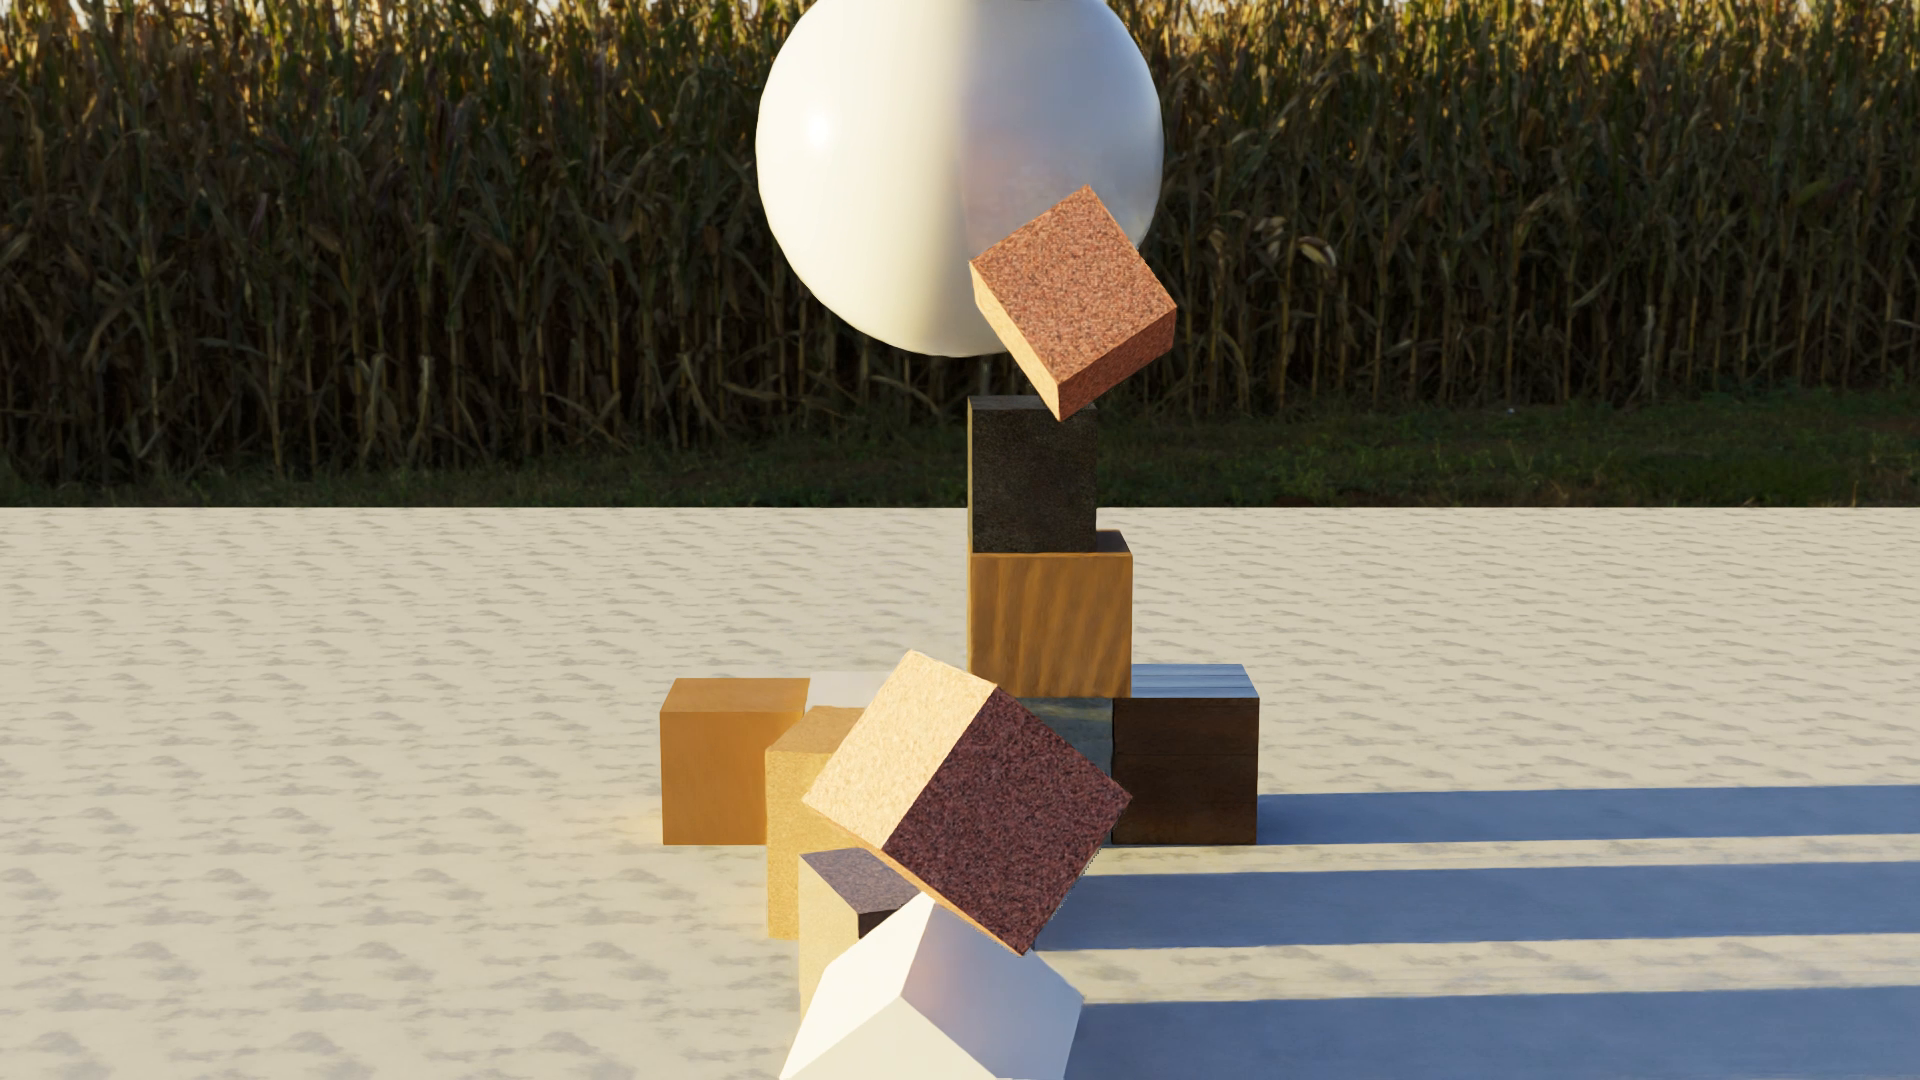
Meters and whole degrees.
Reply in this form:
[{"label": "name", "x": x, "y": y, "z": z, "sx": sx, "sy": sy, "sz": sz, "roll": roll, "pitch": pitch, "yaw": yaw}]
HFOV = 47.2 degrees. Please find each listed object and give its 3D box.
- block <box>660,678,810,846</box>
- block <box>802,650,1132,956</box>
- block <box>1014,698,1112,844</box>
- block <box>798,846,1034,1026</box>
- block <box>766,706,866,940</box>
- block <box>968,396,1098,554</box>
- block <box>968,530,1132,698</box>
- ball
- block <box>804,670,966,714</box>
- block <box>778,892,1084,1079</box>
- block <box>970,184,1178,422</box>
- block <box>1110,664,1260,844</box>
[{"label": "block", "x": -1.144, "y": 1.136, "z": 11.381, "sx": 0.717, "sy": 0.694, "sz": 0.706, "roll": 0, "pitch": 10, "yaw": -1}, {"label": "block", "x": 0.014, "y": 0.807, "z": 6.872, "sx": 0.610, "sy": 0.593, "sz": 0.634, "roll": 40, "pitch": -11, "yaw": -24}, {"label": "block", "x": 0.411, "y": 1.092, "z": 11.397, "sx": 0.702, "sy": 0.774, "sz": 0.725, "roll": 0, "pitch": 10, "yaw": 0}, {"label": "block", "x": -0.179, "y": 1.636, "z": 8.505, "sx": 0.699, "sy": 0.737, "sz": 0.728, "roll": -4, "pitch": 11, "yaw": -21}, {"label": "block", "x": -0.340, "y": 1.296, "z": 10.022, "sx": 0.882, "sy": 0.865, "sz": 0.796, "roll": 2, "pitch": 11, "yaw": 12}, {"label": "block", "x": 0.357, "y": -0.341, "z": 11.114, "sx": 0.614, "sy": 0.715, "sz": 0.601, "roll": 0, "pitch": 10, "yaw": -2}, {"label": "block", "x": 0.443, "y": 0.365, "z": 11.230, "sx": 0.798, "sy": 0.716, "sz": 0.770, "roll": 0, "pitch": 10, "yaw": -1}, {"label": "ball", "x": 0.000, "y": -1.516, "z": 8.608, "sx": 1.600, "sy": 1.600, "sz": 1.600, "roll": 0, "pitch": 10, "yaw": 0}, {"label": "block", "x": -0.370, "y": 1.128, "z": 11.348, "sx": 0.817, "sy": 0.721, "sz": 0.842, "roll": 0, "pitch": 10, "yaw": -1}, {"label": "block", "x": -0.090, "y": 1.677, "z": 7.352, "sx": 0.642, "sy": 0.657, "sz": 0.627, "roll": -42, "pitch": 12, "yaw": 29}, {"label": "block", "x": 0.374, "y": -0.771, "z": 7.228, "sx": 0.459, "sy": 0.502, "sz": 0.448, "roll": -34, "pitch": -12, "yaw": -4}, {"label": "block", "x": 1.133, "y": 1.098, "z": 11.389, "sx": 0.724, "sy": 0.766, "sz": 0.720, "roll": 0, "pitch": 10, "yaw": 0}]
